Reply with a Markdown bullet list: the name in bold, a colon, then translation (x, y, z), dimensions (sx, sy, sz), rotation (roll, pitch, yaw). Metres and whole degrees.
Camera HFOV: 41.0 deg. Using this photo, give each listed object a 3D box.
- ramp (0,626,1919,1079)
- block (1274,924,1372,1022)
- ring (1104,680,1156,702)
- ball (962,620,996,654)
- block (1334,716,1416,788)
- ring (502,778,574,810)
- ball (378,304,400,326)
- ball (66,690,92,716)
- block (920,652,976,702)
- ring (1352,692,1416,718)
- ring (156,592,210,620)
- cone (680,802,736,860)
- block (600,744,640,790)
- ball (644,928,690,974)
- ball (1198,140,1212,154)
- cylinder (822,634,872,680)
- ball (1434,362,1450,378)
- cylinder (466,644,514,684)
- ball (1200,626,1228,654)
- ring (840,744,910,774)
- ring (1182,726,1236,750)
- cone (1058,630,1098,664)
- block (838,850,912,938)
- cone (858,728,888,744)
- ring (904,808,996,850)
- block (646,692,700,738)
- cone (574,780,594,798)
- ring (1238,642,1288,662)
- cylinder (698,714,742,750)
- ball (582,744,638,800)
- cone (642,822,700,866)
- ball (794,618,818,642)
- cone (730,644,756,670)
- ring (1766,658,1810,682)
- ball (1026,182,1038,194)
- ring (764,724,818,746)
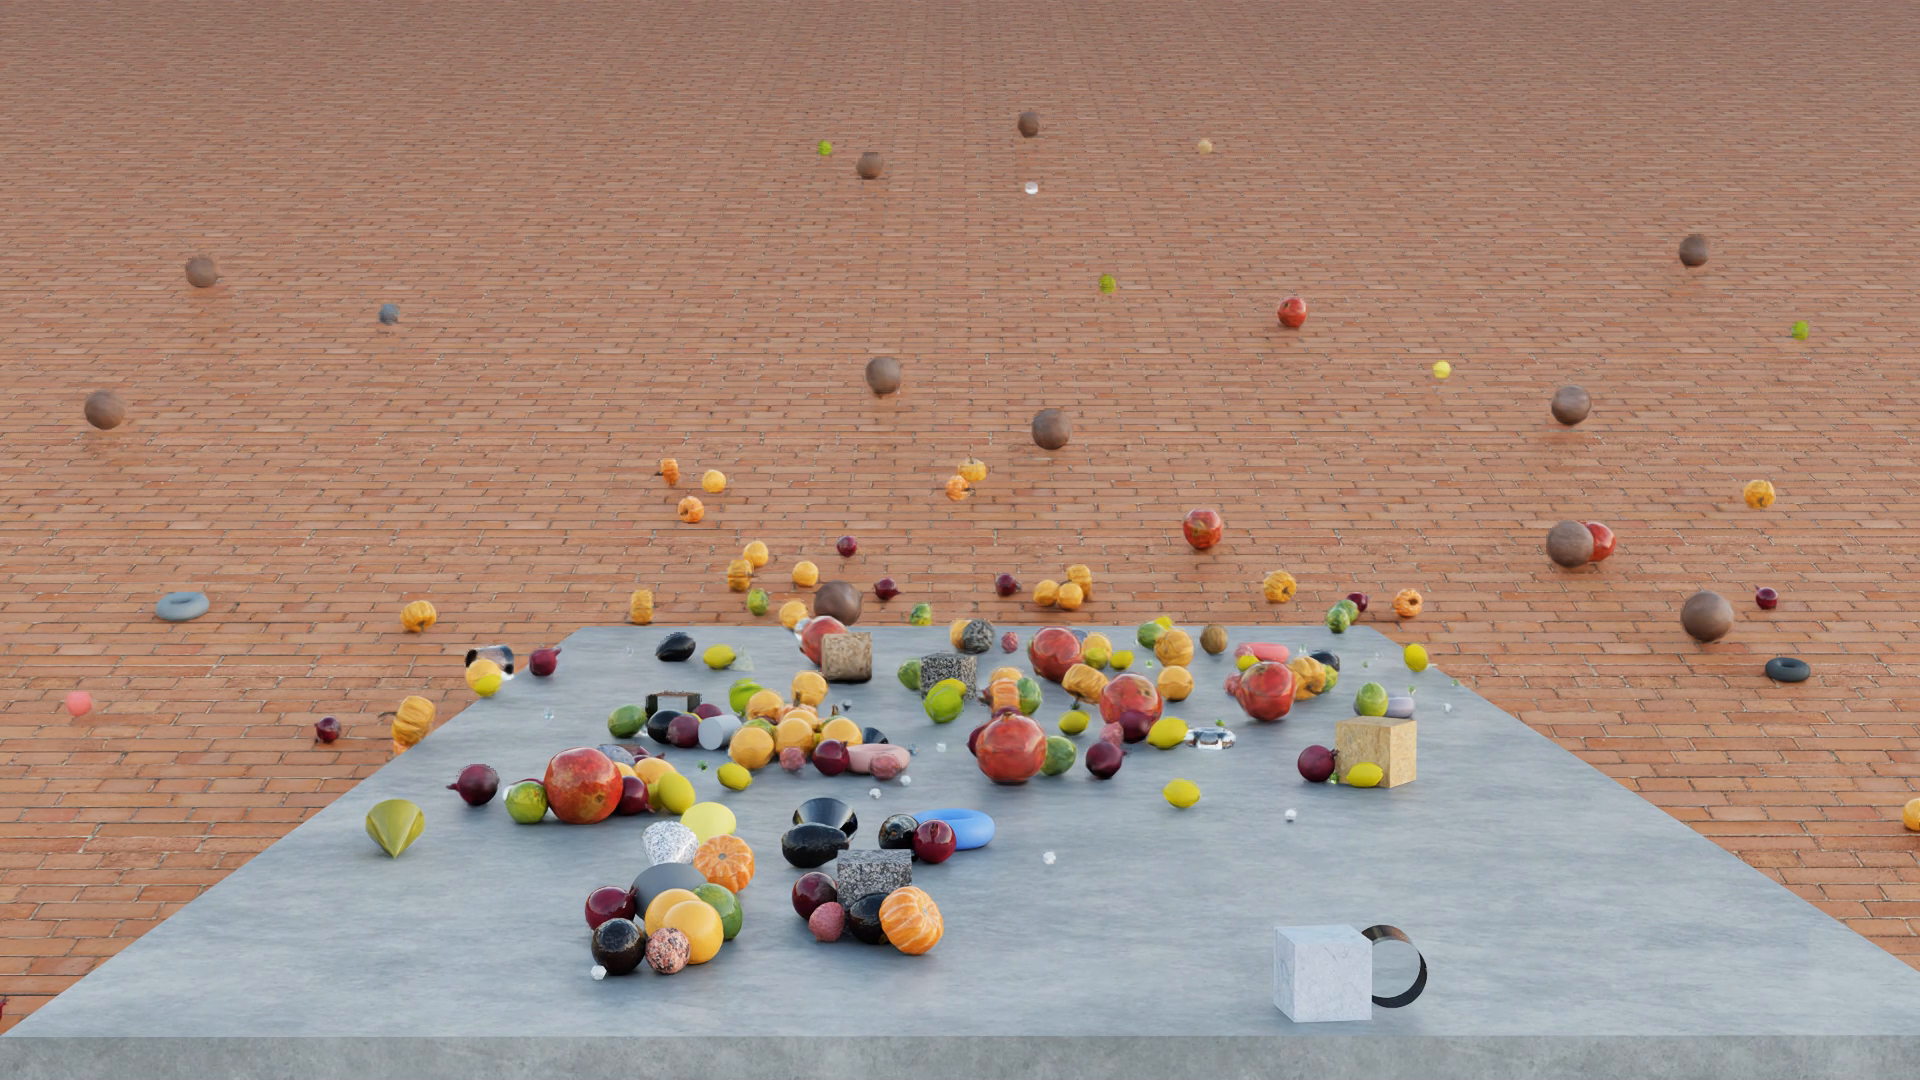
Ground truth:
- **ramp**: translation (0.045, 0.405, 4.538), dimensions (2.000, 0.100, 4.000), rotation (0, 4, 0)
- **block**: translation (0.372, 0.444, 2.634), dimensions (0.080, 0.080, 0.080), rotation (-1, 4, -8)
- **ring**: translation (0.339, 0.299, 5.100), dimensions (0.103, 0.034, 0.103), rotation (1, 3, 0)
- **ball**: translation (0.043, 0.223, 5.917), dimensions (0.076, 0.076, 0.076), rotation (0, 19, 0)
- **block**: translation (0.663, 0.337, 4.093), dimensions (0.096, 0.096, 0.096), rotation (3, 5, 35)
- **ring**: translation (-0.636, 0.384, 3.866), dimensions (0.106, 0.035, 0.106), rotation (-1, 5, 0)
- **ball**: translation (-2.189, -0.865, 9.830), dimensions (0.082, 0.082, 0.082), rotation (0, 19, 0)
- **ball**: translation (-2.136, 0.396, 6.221), dimensions (0.061, 0.061, 0.061), rotation (0, 19, 0)
- **block**: translation (-0.022, 0.273, 5.103), dimensions (0.086, 0.086, 0.086), rotation (2, 4, 22)
- **ring**: translation (0.803, 0.313, 4.856), dimensions (0.119, 0.040, 0.119), rotation (-1, 5, 0)
- **ring**: translation (-2.083, 0.178, 6.874), dimensions (0.140, 0.047, 0.140), rotation (-1, 20, 0)
- **cone**: translation (-0.341, 0.410, 3.482), dimensions (0.077, 0.077, 0.077), rotation (-2, 31, -6)
- **block**: translation (-0.539, 0.357, 4.044), dimensions (0.063, 0.063, 0.063), rotation (0, 4, -2)
- **ball**: translation (-0.319, 0.448, 2.802), dimensions (0.050, 0.050, 0.050), rotation (0, 19, 0)
- **ball**: translation (1.257, -2.016, 13.168), dimensions (0.073, 0.073, 0.073), rotation (0, 19, 0)
- **cylinder**: translation (-0.237, 0.247, 5.393), dimensions (0.098, 0.098, 0.098), rotation (0, 19, -7)
- **ball**: translation (1.711, -0.603, 9.106), dimensions (0.061, 0.061, 0.061), rotation (0, 19, 0)
- **cylinder**: translation (-0.986, 0.262, 5.384), dimensions (0.076, 0.076, 0.076), rotation (-6, 19, -34)
- **ball**: translation (0.585, 0.229, 5.898), dimensions (0.065, 0.065, 0.065), rotation (0, 19, 0)
- **ring**: translation (-0.140, 0.359, 4.202), dimensions (0.116, 0.039, 0.116), rotation (0, 5, 0)
- **ring**: translation (0.433, 0.344, 4.461), dimensions (0.095, 0.032, 0.095), rotation (1, 3, 0)
- **cone**: translation (0.249, 0.255, 5.734), dimensions (0.082, 0.082, 0.082), rotation (-34, 35, -30)
- **block**: translation (-0.101, 0.415, 3.020), dimensions (0.086, 0.086, 0.086), rotation (0, 4, -2)
- **cone**: translation (-0.159, 0.356, 4.327), dimensions (0.058, 0.058, 0.058), rotation (9, 34, 25)
- **ring**: translation (-0.014, 0.401, 3.557), dimensions (0.126, 0.042, 0.126), rotation (-1, 5, 0)
- **block**: translation (-0.517, 0.314, 4.625), dimensions (0.071, 0.071, 0.071), rotation (2, 4, 24)
- **cone**: translation (-0.560, 0.356, 3.974), dimensions (0.076, 0.076, 0.076), rotation (0, 4, 0)
- **ring**: translation (0.680, 0.253, 5.751), dimensions (0.114, 0.038, 0.114), rotation (1, 4, 0)
- **cylinder**: translation (-0.416, 0.333, 4.455), dimensions (0.056, 0.056, 0.056), rotation (12, 10, 32)
- **ball**: translation (-0.535, 0.355, 3.914), dimensions (0.085, 0.085, 0.085), rotation (0, 19, 0)
- **cone**: translation (-0.384, 0.420, 3.339), dimensions (0.077, 0.077, 0.077), rotation (1, 31, 4)
- **ball**: translation (-0.367, 0.216, 6.144), dimensions (0.058, 0.058, 0.058), rotation (0, 19, 0)
- **cone**: translation (-0.473, 0.253, 5.604), dimensions (0.058, 0.058, 0.058), rotation (0, 4, 0)
- **ring**: translation (2.084, 0.327, 6.460), dimensions (0.110, 0.037, 0.110), rotation (0, 18, 0)
- **ball**: translation (0.342, -1.674, 12.199), dimensions (0.062, 0.062, 0.062), rotation (0, 19, 0)
- **ring**: translation (-0.295, 0.343, 4.498), dimensions (0.094, 0.031, 0.094), rotation (1, 3, 0)
